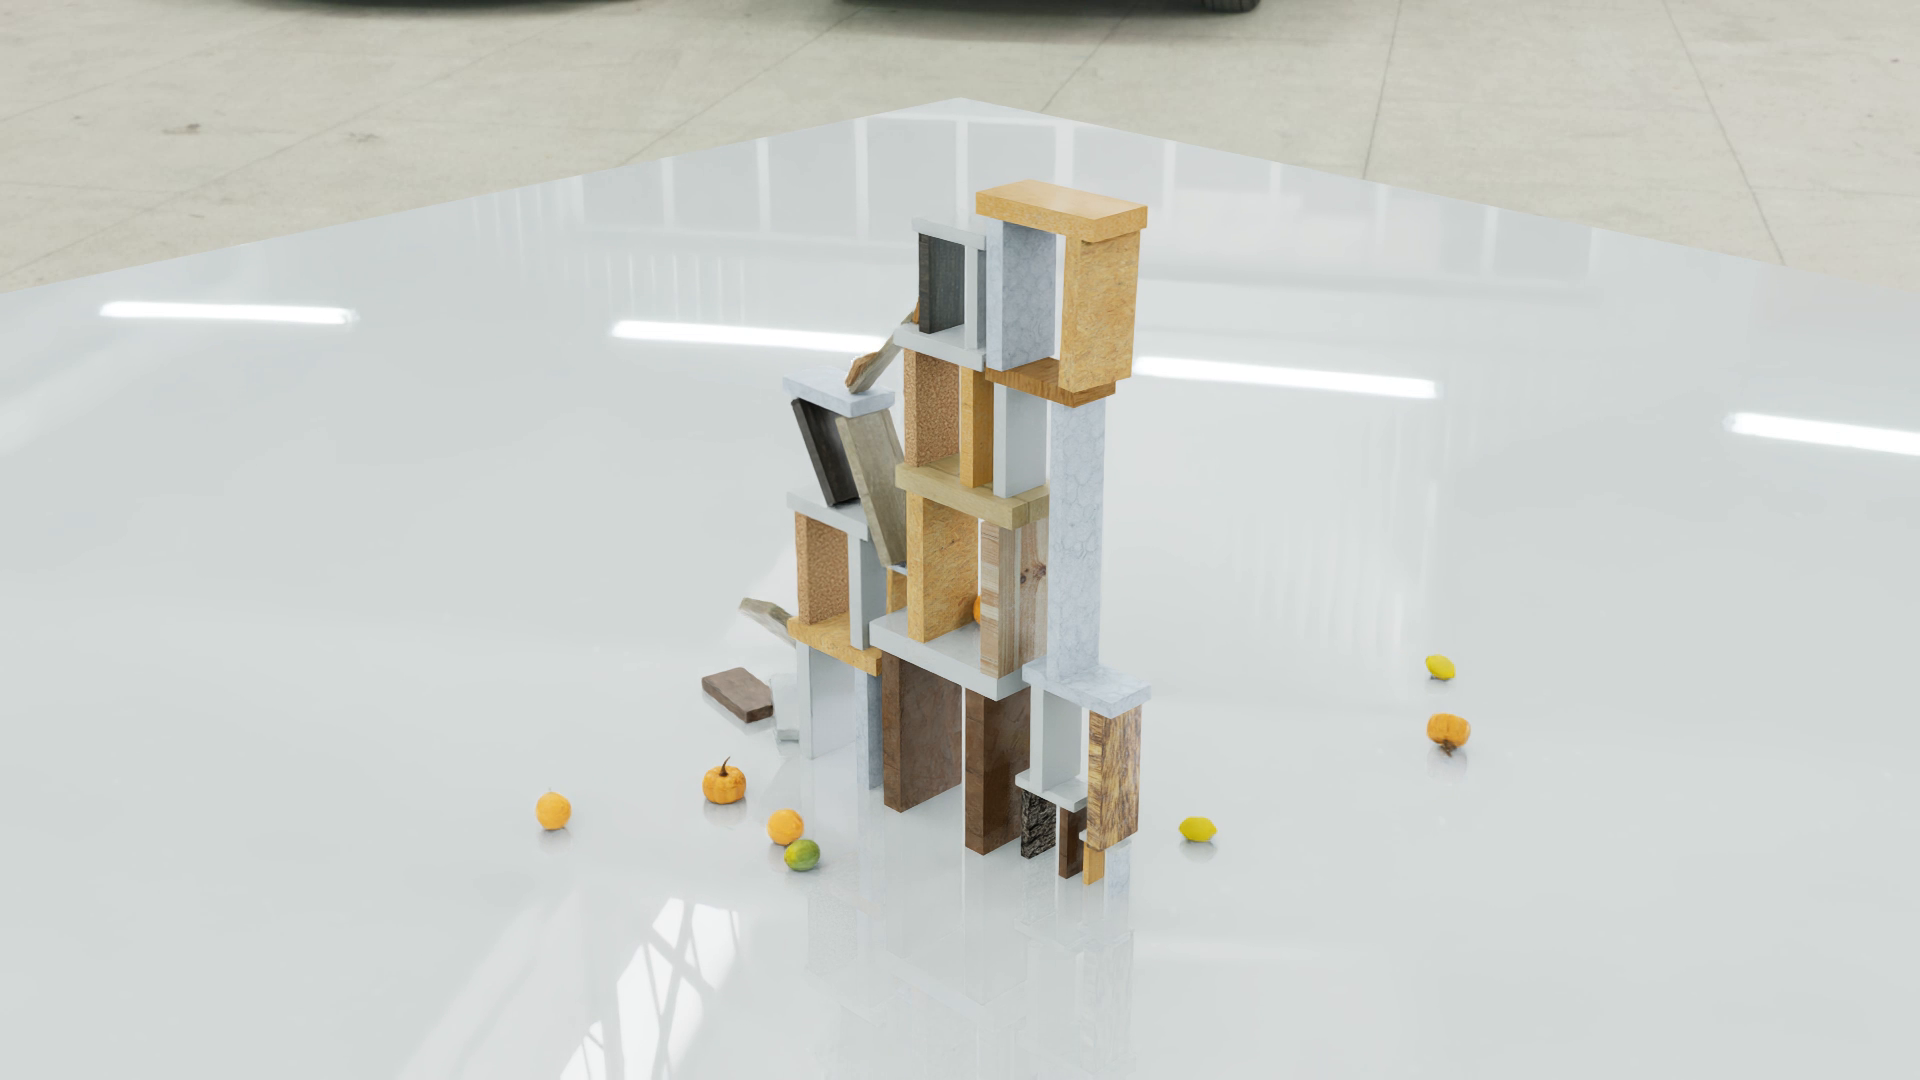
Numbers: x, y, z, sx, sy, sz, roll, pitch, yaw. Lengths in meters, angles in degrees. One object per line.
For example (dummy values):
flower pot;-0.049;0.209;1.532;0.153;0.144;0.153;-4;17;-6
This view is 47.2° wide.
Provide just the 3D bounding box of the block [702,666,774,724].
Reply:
block;-0.483;0.345;4.910;0.102;0.029;0.204;-15;27;-31

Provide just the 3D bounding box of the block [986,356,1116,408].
block;0.160;-0.289;3.923;0.108;0.031;0.217;-21;31;-40

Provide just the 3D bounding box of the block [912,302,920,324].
block;-0.057;-0.449;4.101;0.047;0.094;0.013;-22;51;-41

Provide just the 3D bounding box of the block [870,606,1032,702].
block;0.007;0.209;4.307;0.351;0.050;0.175;21;31;41

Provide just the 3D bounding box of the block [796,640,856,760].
block;-0.280;0.318;4.665;0.038;0.270;0.135;21;31;41

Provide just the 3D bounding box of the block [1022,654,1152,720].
block;0.234;0.264;4.084;0.111;0.031;0.222;-21;31;-40

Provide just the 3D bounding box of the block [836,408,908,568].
block;-0.149;-0.109;4.341;0.112;0.305;0.032;-21;5;-40

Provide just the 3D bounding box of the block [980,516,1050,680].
block;0.105;0.092;4.125;0.043;0.307;0.153;19;29;37

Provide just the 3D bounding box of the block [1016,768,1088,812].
block;0.188;0.474;4.226;0.152;0.022;0.076;21;31;41

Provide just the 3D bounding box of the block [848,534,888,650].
block;-0.166;0.088;4.447;0.124;0.247;0.035;-21;31;-41

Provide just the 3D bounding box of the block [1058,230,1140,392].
block;0.241;-0.402;3.800;0.137;0.275;0.039;-17;31;-36

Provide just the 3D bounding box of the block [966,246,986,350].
block;0.054;-0.448;3.977;0.094;0.187;0.027;-21;31;-40

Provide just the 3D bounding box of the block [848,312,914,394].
block;-0.137;-0.362;4.227;0.047;0.263;0.013;-22;74;-41

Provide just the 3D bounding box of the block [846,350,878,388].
block;-0.191;-0.332;4.272;0.047;0.095;0.013;-27;76;-25

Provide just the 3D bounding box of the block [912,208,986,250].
block;0.011;-0.563;3.975;0.094;0.027;0.187;-21;31;-40

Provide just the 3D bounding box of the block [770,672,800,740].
block;-0.357;0.363;4.814;0.102;0.029;0.204;0;33;-10

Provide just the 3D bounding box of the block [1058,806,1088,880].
block;0.225;0.569;4.226;0.076;0.152;0.022;-20;30;-39

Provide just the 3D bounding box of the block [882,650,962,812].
block;-0.076;0.361;4.461;0.050;0.351;0.175;21;31;41

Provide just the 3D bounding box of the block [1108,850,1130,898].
block;0.301;0.626;4.164;0.047;0.095;0.013;-21;31;-40

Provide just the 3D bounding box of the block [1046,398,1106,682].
block;0.210;-0.005;3.987;0.108;0.541;0.031;-21;30;-40

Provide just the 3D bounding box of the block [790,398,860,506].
block;-0.251;-0.189;4.429;0.112;0.224;0.032;-18;-4;-36

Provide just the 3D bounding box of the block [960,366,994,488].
block;0.053;-0.222;4.065;0.116;0.231;0.033;-21;31;-40

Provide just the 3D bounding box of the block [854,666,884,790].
block;-0.151;0.369;4.545;0.135;0.270;0.038;-20;30;-38

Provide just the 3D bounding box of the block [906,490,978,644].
block;-0.033;0.032;4.266;0.043;0.307;0.153;21;31;40

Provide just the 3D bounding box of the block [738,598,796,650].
block;-0.378;0.191;4.793;0.102;0.204;0.029;8;67;45

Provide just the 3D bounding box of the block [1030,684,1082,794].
block;0.183;0.360;4.183;0.031;0.222;0.111;21;31;40

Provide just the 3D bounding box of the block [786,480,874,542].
block;-0.224;-0.065;4.447;0.124;0.035;0.247;-21;31;-40

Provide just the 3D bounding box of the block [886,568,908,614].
block;-0.125;0.135;4.412;0.048;0.188;0.014;-21;33;-41

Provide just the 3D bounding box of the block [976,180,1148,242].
block;0.173;-0.570;3.792;0.274;0.039;0.137;21;30;40

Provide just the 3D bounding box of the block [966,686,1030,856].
block;0.090;0.425;4.309;0.050;0.351;0.175;21;31;41

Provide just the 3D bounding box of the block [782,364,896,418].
block;-0.242;-0.298;4.378;0.112;0.032;0.224;-18;29;-36

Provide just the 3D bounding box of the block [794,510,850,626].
block;-0.280;0.041;4.557;0.124;0.248;0.035;-21;30;-40

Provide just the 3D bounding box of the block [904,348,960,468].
block;-0.053;-0.264;4.163;0.033;0.231;0.116;21;31;40

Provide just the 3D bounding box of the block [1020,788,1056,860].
block;0.154;0.540;4.292;0.076;0.152;0.022;-20;30;-39

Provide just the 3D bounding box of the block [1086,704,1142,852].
block;0.287;0.432;4.098;0.111;0.288;0.031;-21;31;-41

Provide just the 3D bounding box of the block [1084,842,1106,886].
block;0.257;0.609;4.205;0.013;0.095;0.047;21;31;41

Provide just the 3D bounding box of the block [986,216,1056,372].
block;0.109;-0.450;3.912;0.137;0.275;0.039;-21;31;-40

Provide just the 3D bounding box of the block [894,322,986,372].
block;-0.002;-0.365;4.064;0.116;0.033;0.231;-21;31;-41

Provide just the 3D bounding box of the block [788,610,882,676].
block;-0.216;0.201;4.546;0.135;0.038;0.270;-21;31;-41

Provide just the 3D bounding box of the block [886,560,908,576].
block;-0.099;0.053;4.346;0.095;0.014;0.048;21;31;41

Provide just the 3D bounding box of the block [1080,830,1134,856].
block;0.277;0.568;4.163;0.094;0.013;0.047;20;30;39

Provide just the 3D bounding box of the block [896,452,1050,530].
block;0.040;-0.101;4.130;0.153;0.043;0.307;-21;31;-40

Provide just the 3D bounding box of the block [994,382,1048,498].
block;0.110;-0.194;4.017;0.108;0.217;0.031;-21;31;-40

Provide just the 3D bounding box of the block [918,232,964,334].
block;-0.033;-0.482;4.058;0.027;0.187;0.094;21;31;40
